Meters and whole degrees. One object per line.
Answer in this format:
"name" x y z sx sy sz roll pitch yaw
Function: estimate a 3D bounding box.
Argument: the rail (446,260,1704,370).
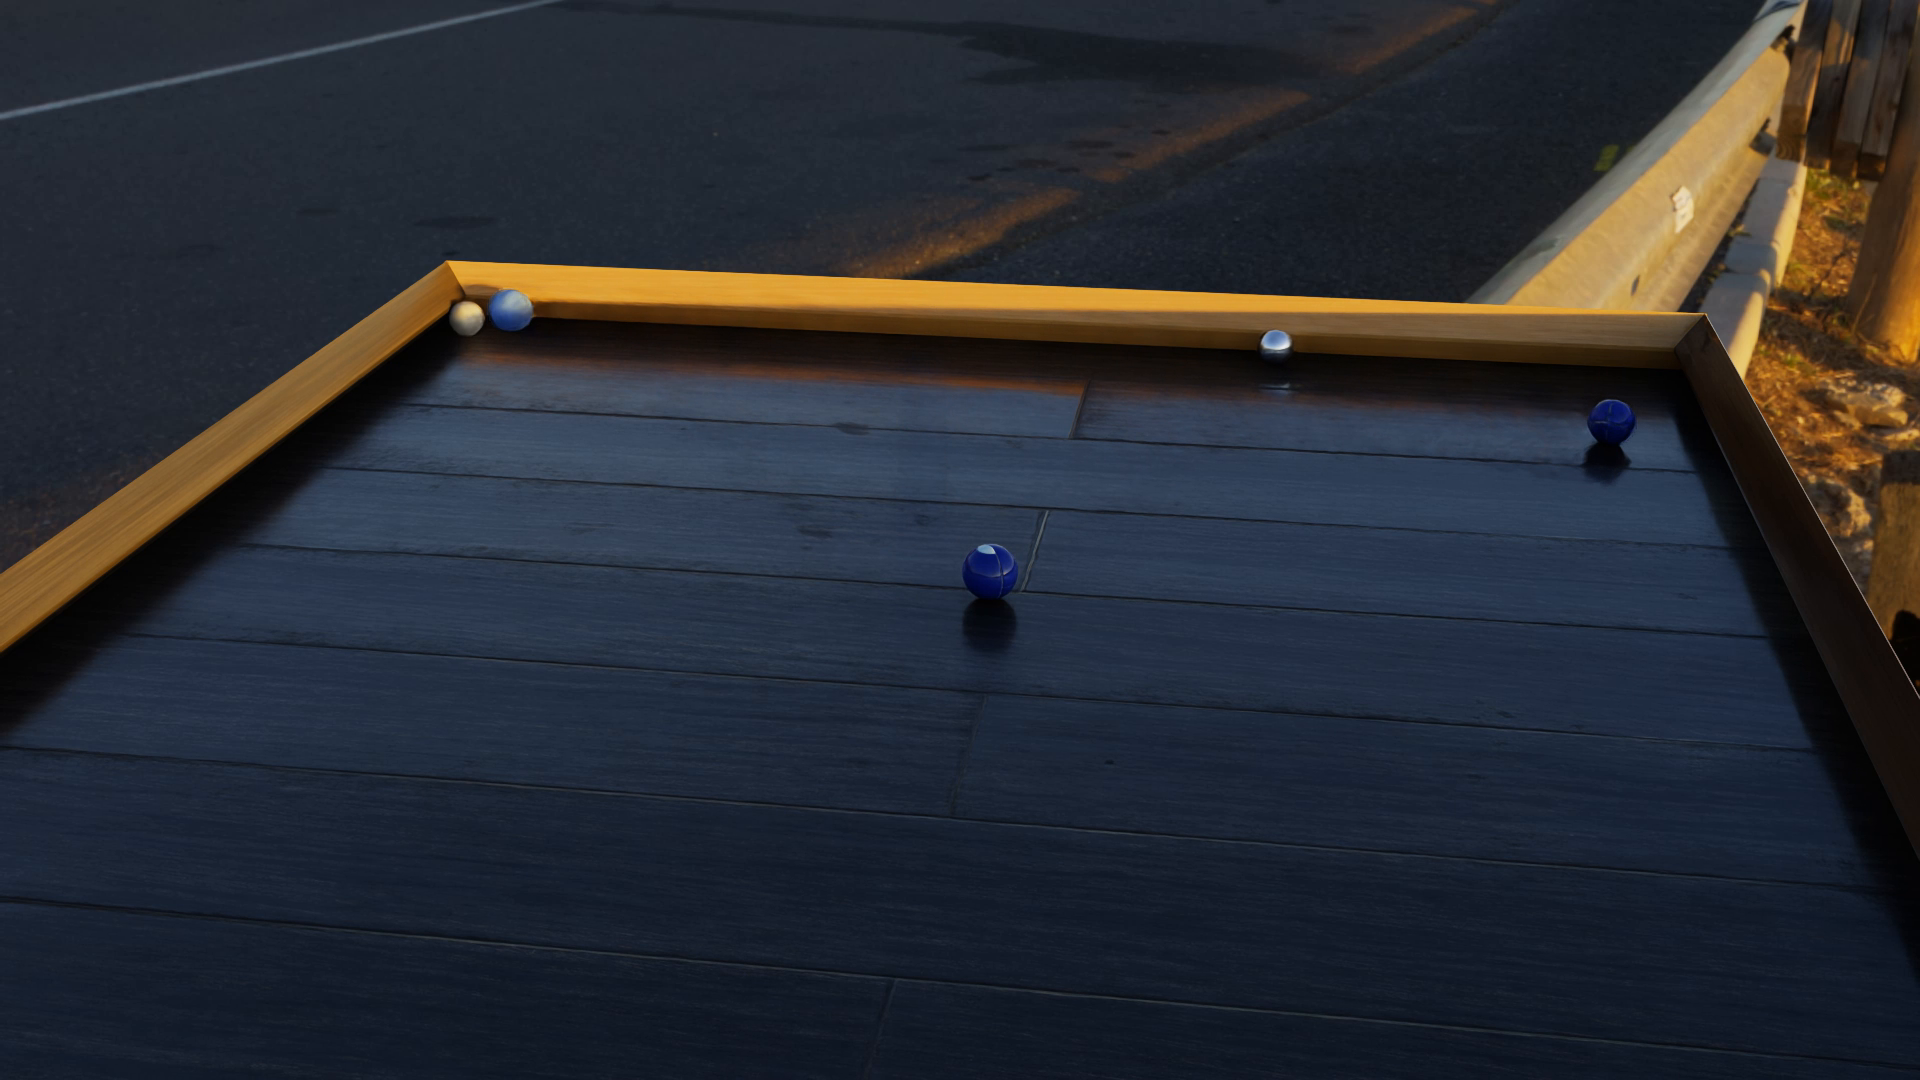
"rail" 0.128 -0.324 3.202 1.847 0.082 0.045 3 22 8

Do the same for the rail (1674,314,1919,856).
"rail" 0.758 0.361 1.529 0.045 0.082 3.425 3 22 8

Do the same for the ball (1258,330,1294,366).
"ball" 0.448 -0.273 3.120 0.052 0.052 0.052 0 22 0

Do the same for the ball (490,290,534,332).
"ball" -0.667 -0.341 3.271 0.063 0.063 0.063 0 22 0

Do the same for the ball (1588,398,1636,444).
"ball" 0.834 -0.151 2.814 0.058 0.058 0.058 0 22 0

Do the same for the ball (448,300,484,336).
"ball" -0.730 -0.328 3.254 0.052 0.052 0.052 0 22 0

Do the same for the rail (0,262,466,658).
"rail" -1.021 0.256 1.785 0.045 0.082 3.425 3 22 8

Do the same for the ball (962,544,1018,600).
"ball" 0.032 0.034 2.357 0.061 0.061 0.061 0 22 0
